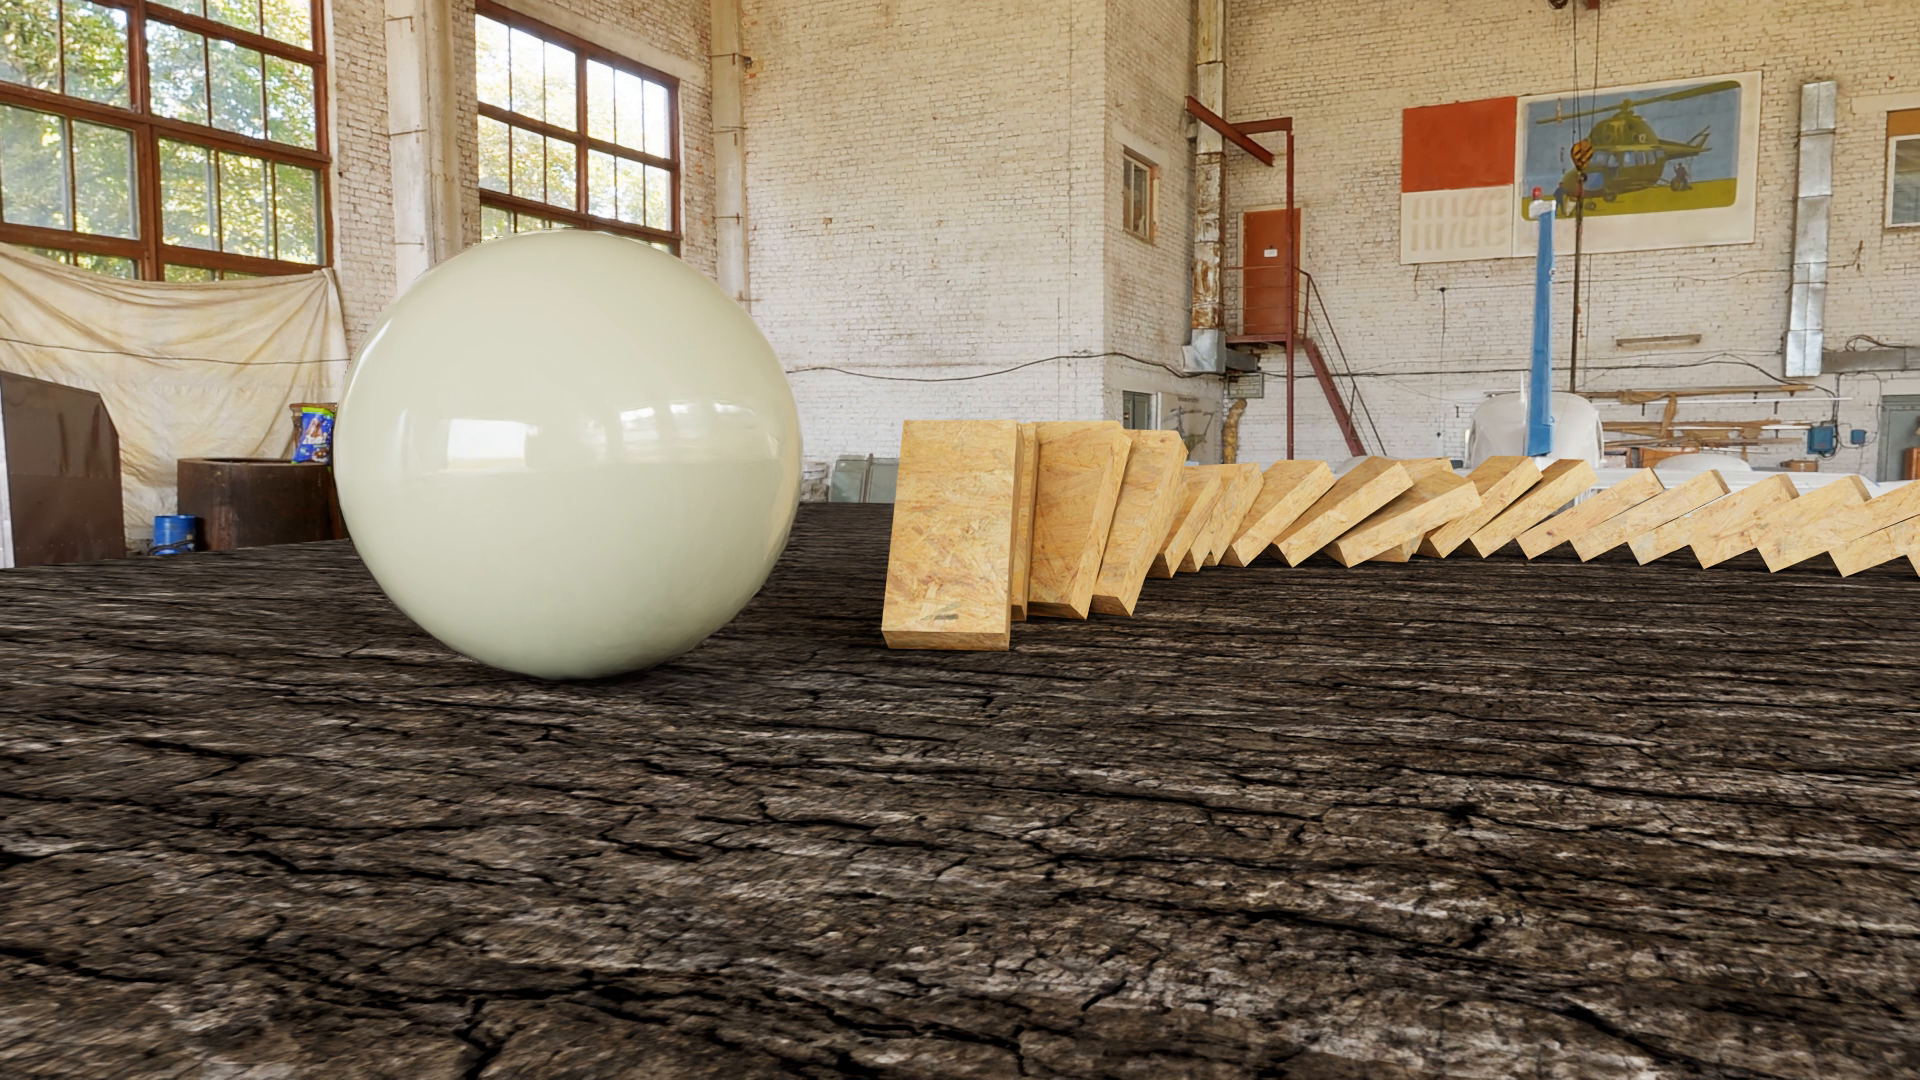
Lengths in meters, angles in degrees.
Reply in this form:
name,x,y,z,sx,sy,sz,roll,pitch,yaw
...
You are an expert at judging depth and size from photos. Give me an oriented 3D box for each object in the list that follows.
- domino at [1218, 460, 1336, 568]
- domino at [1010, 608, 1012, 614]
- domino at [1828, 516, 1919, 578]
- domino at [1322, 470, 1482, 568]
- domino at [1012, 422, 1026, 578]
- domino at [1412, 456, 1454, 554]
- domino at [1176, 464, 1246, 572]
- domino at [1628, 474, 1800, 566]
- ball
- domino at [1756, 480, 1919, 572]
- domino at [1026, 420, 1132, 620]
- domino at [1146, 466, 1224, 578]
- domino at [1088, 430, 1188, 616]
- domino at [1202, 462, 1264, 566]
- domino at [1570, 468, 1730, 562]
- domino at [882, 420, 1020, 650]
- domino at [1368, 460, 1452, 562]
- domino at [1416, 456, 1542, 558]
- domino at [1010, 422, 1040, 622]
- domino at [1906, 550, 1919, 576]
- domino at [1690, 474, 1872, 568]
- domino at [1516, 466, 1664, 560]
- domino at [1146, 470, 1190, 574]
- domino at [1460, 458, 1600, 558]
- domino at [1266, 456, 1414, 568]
name,x,y,z,sx,sy,sz,roll,pitch,yaw
domino,0.108,-0.010,0.460,0.050,0.010,0.025,-40,20,-19
domino,-0.001,-0.003,0.284,0.025,0.050,0.010,0,-27,7
domino,0.305,-0.004,0.404,0.025,0.010,0.050,-5,-21,-48
domino,0.153,-0.008,0.450,0.050,0.009,0.025,-25,12,3
domino,0.001,-0.004,0.307,0.025,0.050,0.009,1,-27,11
domino,0.170,-0.013,0.494,0.025,0.009,0.050,-2,36,42
domino,0.077,-0.008,0.438,0.025,0.010,0.050,0,35,35
domino,0.262,-0.007,0.446,0.050,0.009,0.025,-33,-17,36
ball,-0.068,-0.015,0.231,0.080,0.080,0.080,0,4,0
domino,0.291,-0.005,0.418,0.025,0.009,0.050,-5,-22,-47
domino,0.025,-0.006,0.323,0.025,0.050,0.009,3,-24,33
domino,0.066,-0.007,0.423,0.025,0.009,0.050,1,36,34
domino,0.039,-0.006,0.330,0.025,0.050,0.009,5,-30,34
domino,0.087,-0.009,0.455,0.025,0.010,0.050,-1,35,37
domino,0.247,-0.009,0.459,0.050,0.010,0.025,-34,-16,32
domino,-0.001,-0.002,0.273,0.025,0.050,0.009,1,-27,8
domino,0.162,-0.011,0.476,0.025,0.009,0.050,3,39,43
domino,0.194,-0.013,0.490,0.050,0.009,0.025,-38,9,-5
domino,0.005,-0.005,0.317,0.025,0.050,0.010,1,-27,10
domino,0.320,-0.003,0.390,0.025,0.010,0.050,-5,-21,-47
domino,0.276,-0.006,0.432,0.050,0.009,0.025,-33,-18,37
domino,0.232,-0.010,0.472,0.050,0.010,0.025,-34,-13,27
domino,0.053,-0.005,0.408,0.025,0.009,0.050,2,37,29
domino,0.214,-0.012,0.487,0.050,0.010,0.025,-35,1,6
domino,0.132,-0.010,0.452,0.050,0.010,0.025,-35,9,3
